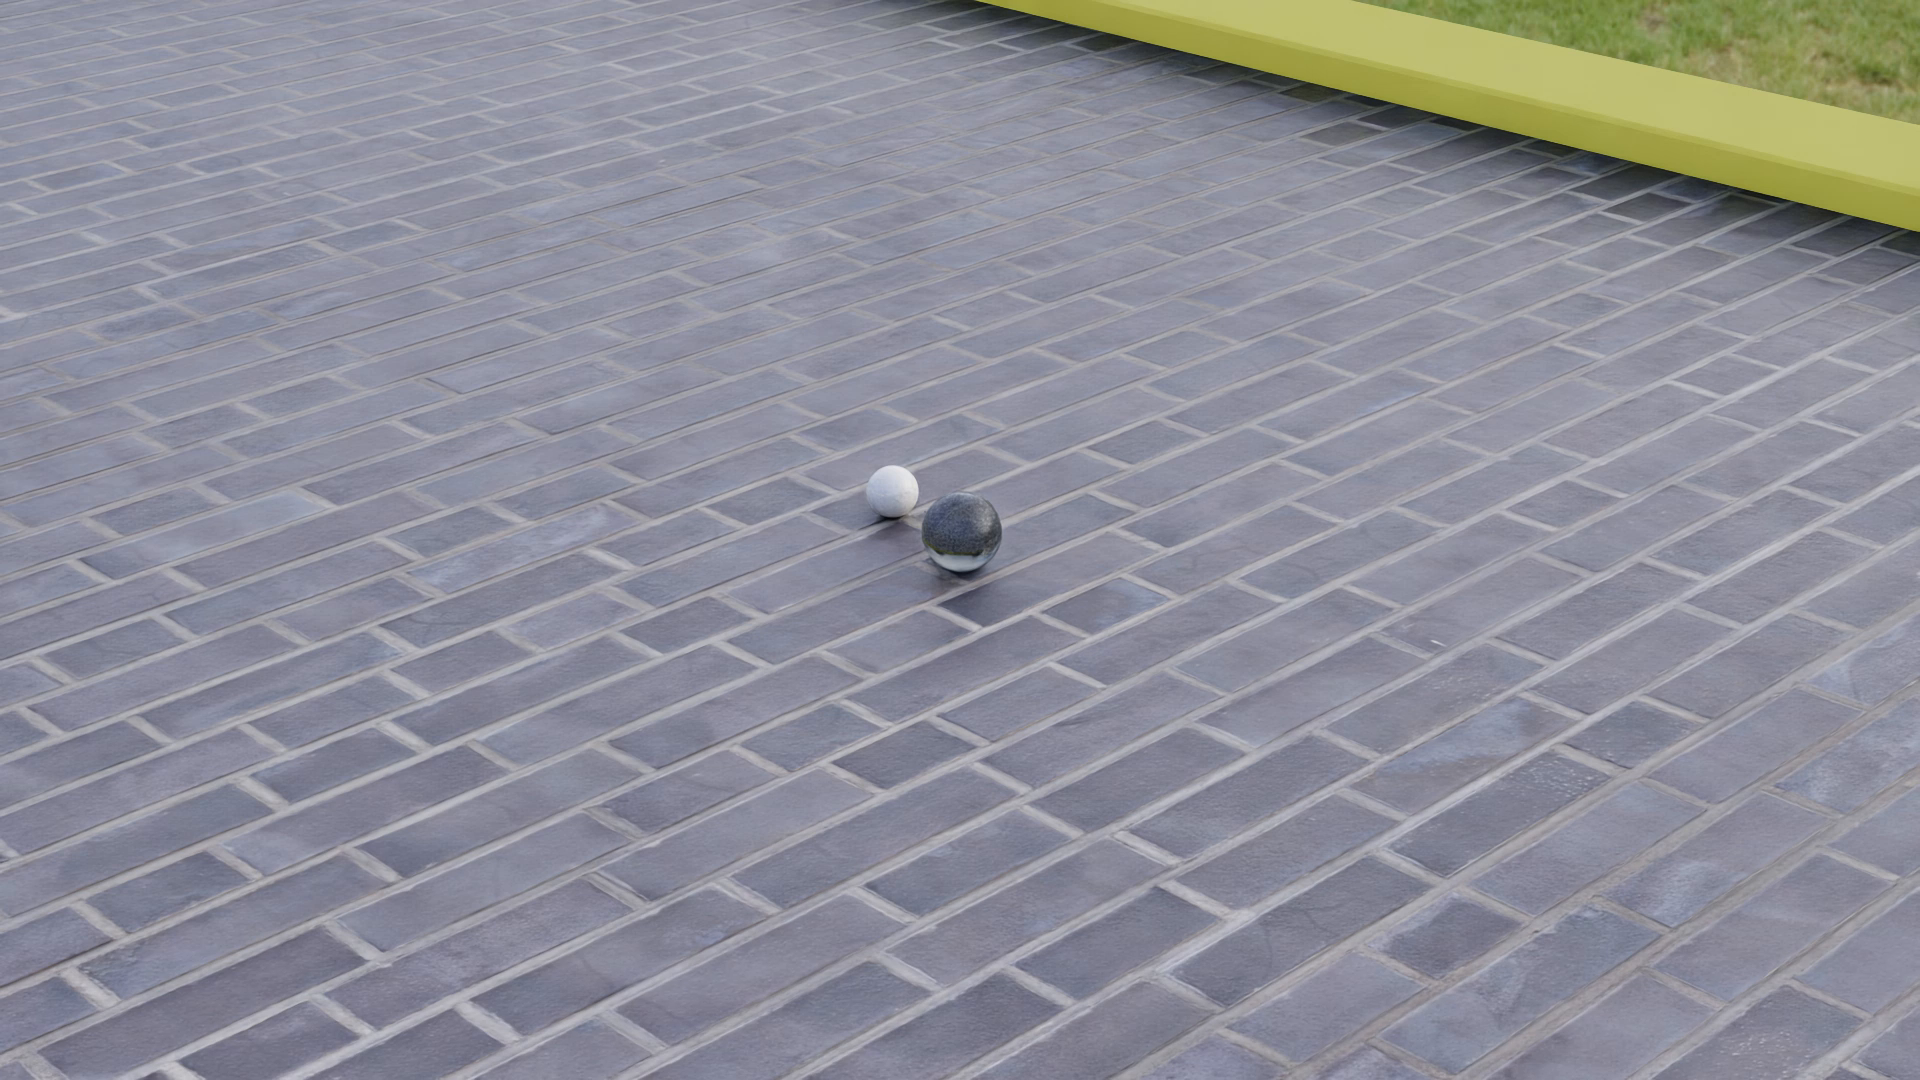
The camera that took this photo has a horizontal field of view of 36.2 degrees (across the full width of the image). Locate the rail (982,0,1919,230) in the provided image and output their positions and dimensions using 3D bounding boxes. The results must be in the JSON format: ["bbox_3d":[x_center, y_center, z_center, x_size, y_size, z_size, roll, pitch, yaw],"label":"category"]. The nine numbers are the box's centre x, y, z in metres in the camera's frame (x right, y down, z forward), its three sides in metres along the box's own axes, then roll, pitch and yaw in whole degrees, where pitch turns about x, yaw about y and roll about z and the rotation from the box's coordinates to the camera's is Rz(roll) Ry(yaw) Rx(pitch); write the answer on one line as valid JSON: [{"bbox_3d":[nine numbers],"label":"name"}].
[{"bbox_3d":[0.139,-0.716,3.801,0.045,0.109,4.391,-22,32,-40],"label":"rail"}]

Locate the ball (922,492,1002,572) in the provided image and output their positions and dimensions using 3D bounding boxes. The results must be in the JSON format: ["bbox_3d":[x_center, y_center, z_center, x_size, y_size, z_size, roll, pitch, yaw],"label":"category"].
[{"bbox_3d":[0.001,-0.006,2.284,0.063,0.063,0.063,0,24,0],"label":"ball"}]

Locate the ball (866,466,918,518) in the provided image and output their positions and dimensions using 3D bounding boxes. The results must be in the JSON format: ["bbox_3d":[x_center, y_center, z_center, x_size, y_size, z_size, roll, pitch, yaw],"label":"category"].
[{"bbox_3d":[-0.055,-0.039,2.381,0.043,0.043,0.043,0,24,0],"label":"ball"}]
